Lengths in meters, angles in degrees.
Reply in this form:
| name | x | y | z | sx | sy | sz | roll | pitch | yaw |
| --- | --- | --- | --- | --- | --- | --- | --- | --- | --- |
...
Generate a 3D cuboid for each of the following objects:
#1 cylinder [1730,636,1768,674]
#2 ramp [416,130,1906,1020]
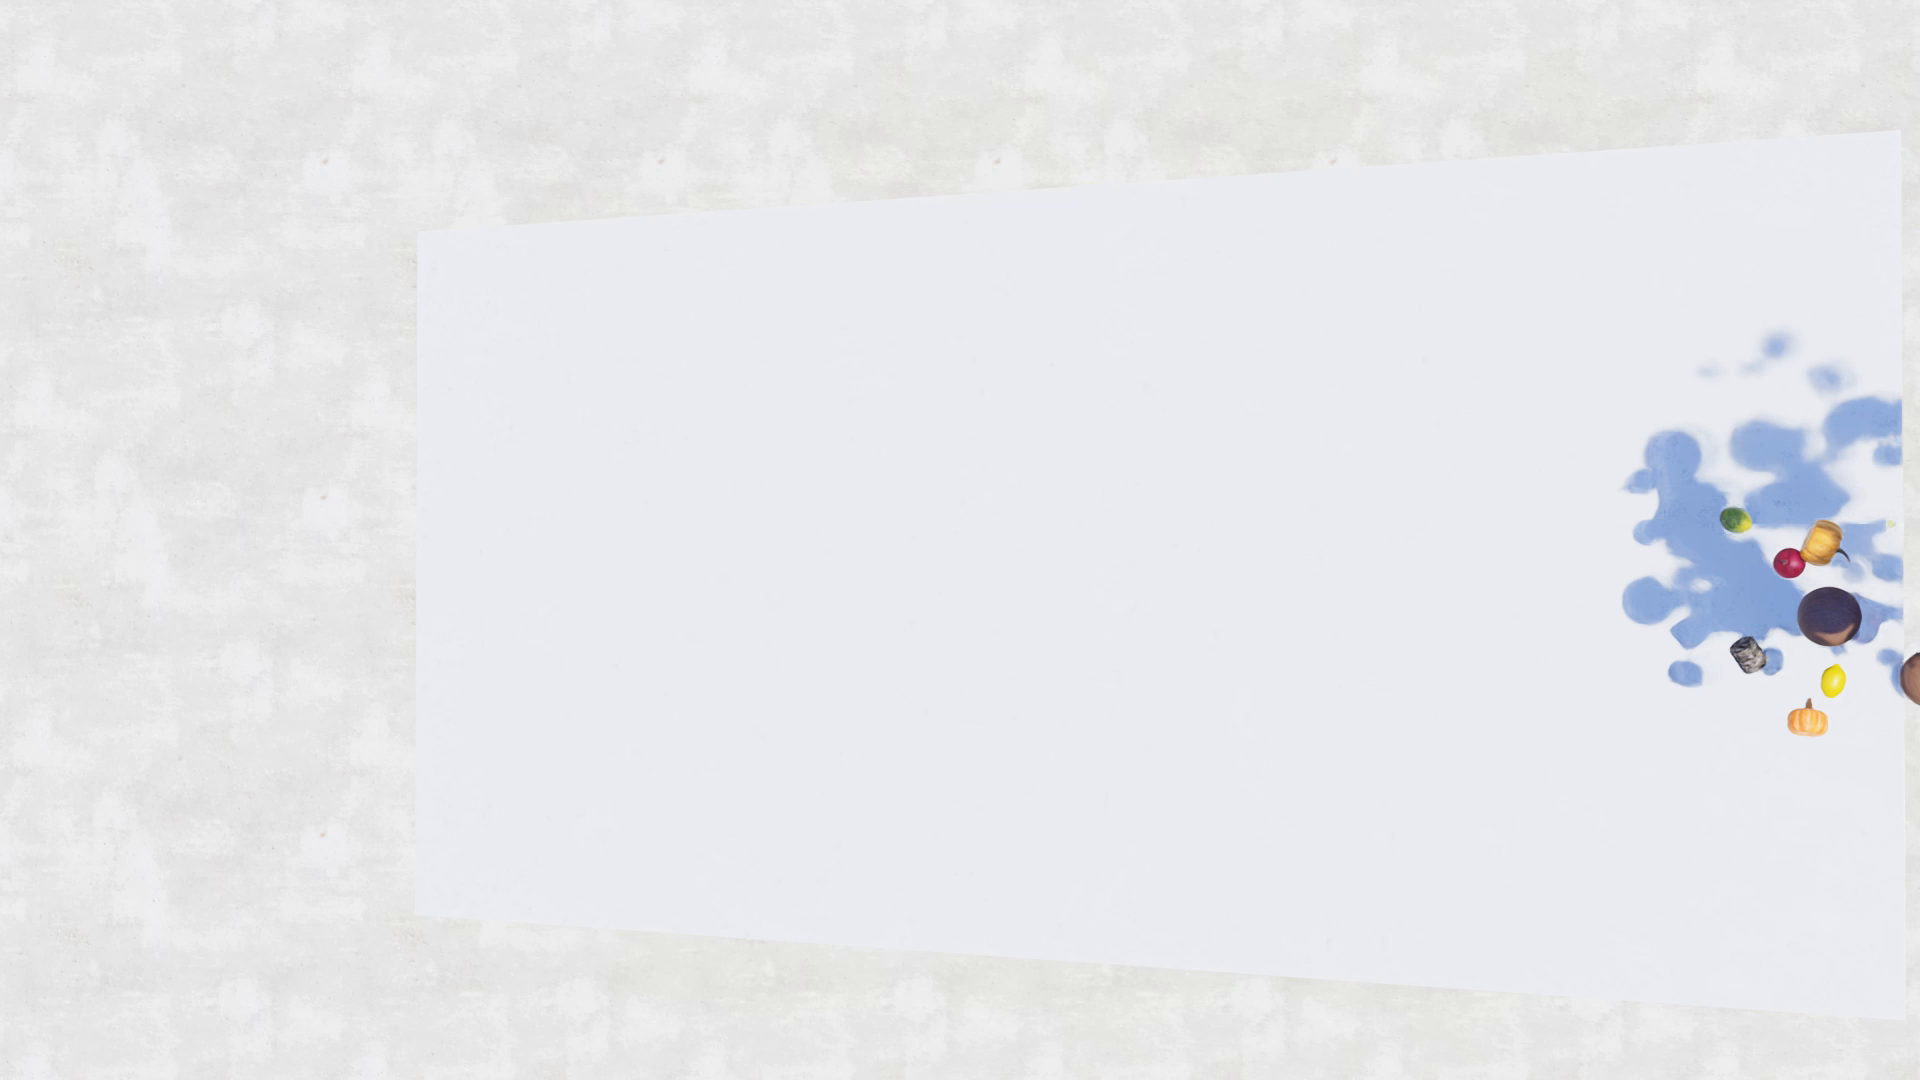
| name | x | y | z | sx | sy | sz | roll | pitch | yaw |
| --- | --- | --- | --- | --- | --- | --- | --- | --- | --- |
| cylinder | 1.686 | 0.246 | 4.702 | 0.057 | 0.057 | 0.057 | -38 | 102 | 0 |
| ramp | 0.283 | 0.087 | 5.733 | 4.000 | 0.100 | 2.000 | 0 | 89 | 22 |
